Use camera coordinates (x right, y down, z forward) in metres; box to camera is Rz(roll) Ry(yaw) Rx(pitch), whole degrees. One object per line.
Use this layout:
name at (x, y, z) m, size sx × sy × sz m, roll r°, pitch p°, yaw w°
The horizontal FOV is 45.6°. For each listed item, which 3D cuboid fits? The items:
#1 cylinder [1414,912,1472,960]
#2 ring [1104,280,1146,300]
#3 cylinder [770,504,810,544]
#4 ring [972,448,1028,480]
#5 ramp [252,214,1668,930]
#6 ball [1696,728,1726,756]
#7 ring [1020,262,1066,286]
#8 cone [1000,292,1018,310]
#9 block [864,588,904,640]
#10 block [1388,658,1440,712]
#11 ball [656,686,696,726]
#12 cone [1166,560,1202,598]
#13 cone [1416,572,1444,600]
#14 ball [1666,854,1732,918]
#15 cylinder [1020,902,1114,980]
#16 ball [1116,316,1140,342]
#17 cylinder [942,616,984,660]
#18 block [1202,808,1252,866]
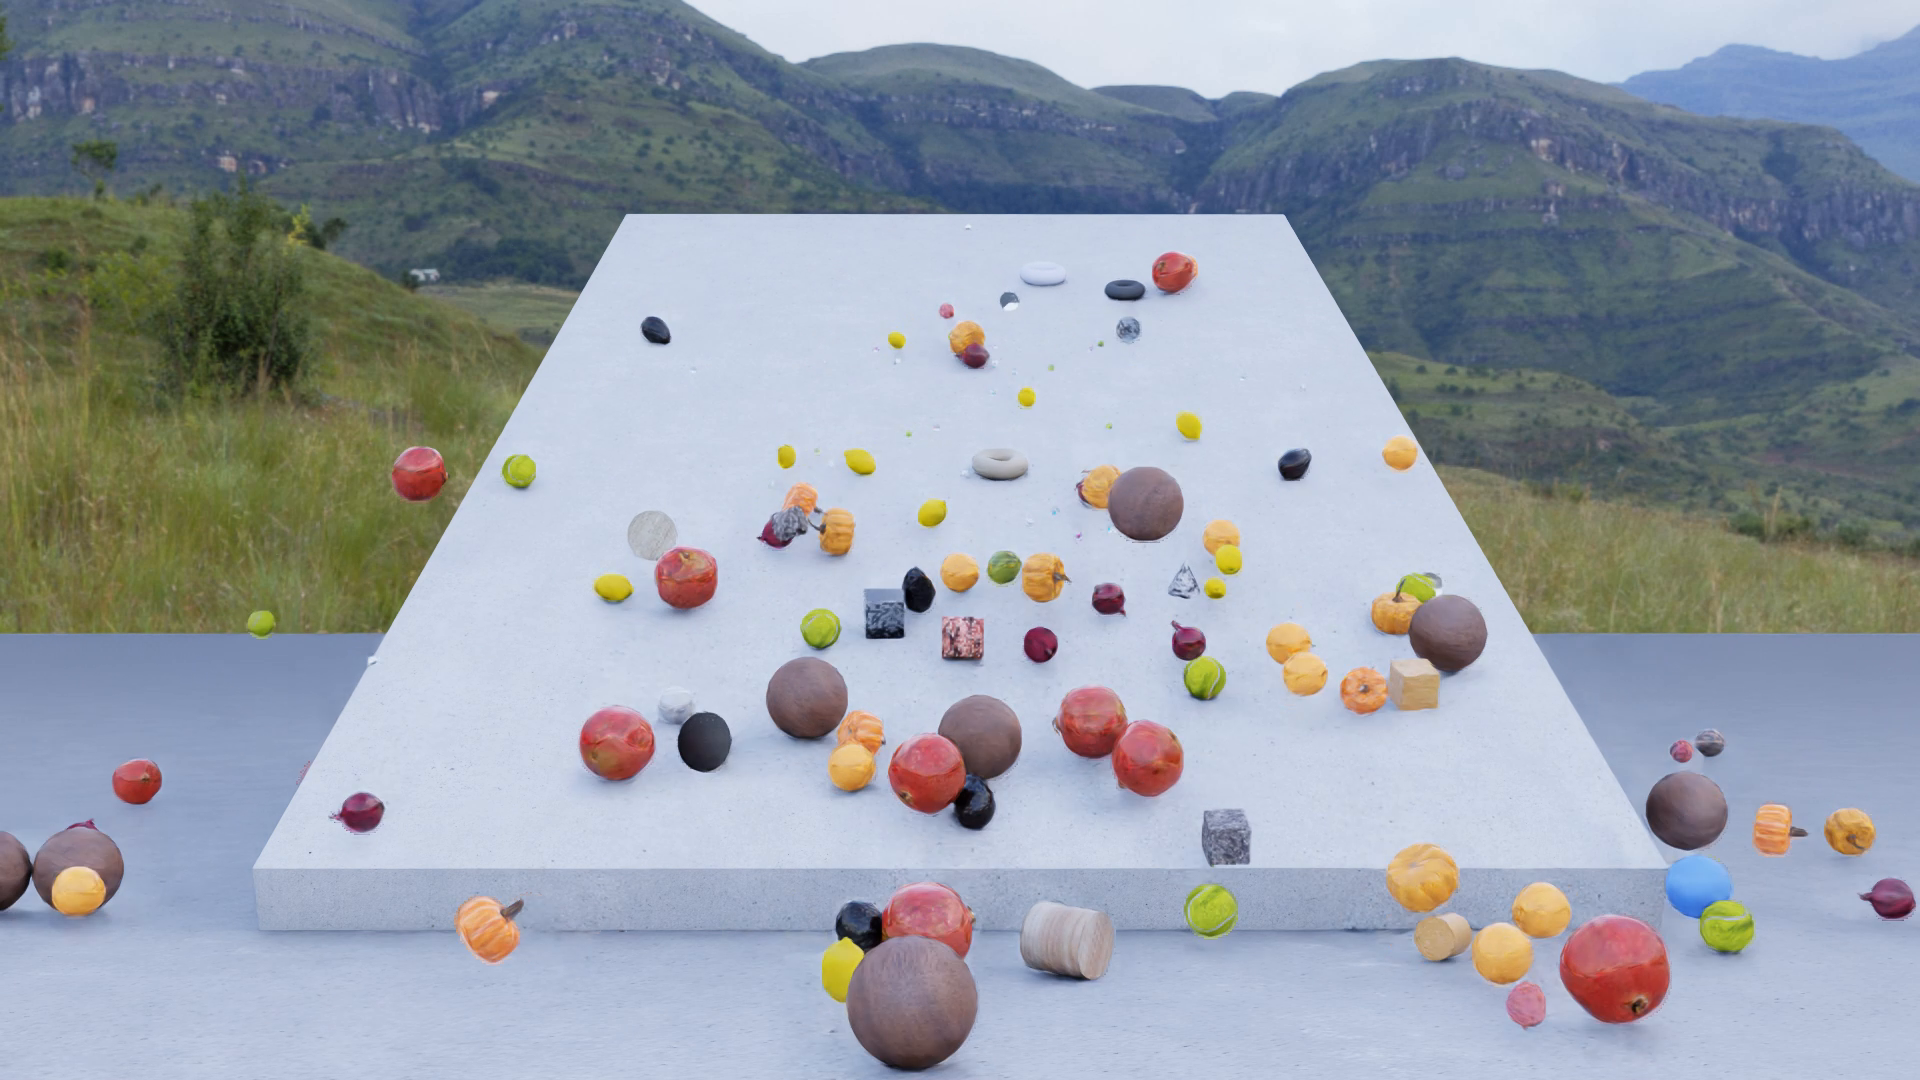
cylinder at (0.627, 0.514, 2.965) m, size 0.055 × 0.055 × 0.055 m, roll -2°, pitch -3°, yaw 37°
ring at (0.438, -0.664, 6.071) m, size 0.108 × 0.036 × 0.108 m, roll -1°, pitch 22°, yaw 0°
cylinder at (-0.316, -0.030, 4.246) m, size 0.054 × 0.054 × 0.054 m, roll -28°, pitch -10°, yaw 14°
ring at (0.083, -0.159, 4.770) m, size 0.120 × 0.040 × 0.120 m, roll 1°, pitch 21°, yaw -1°
ramp at (-0.006, -0.217, 5.109) m, size 2.000 × 0.100 × 4.000 m, roll 0°, pitch 21°, yaw 0°
ball at (2.501, 0.676, 7.621) m, size 0.094 × 0.094 × 0.094 m, roll 0°, pitch -2°, yaw 0°
ring at (0.226, -0.723, 6.212) m, size 0.128 × 0.043 × 0.128 m, roll 1°, pitch 23°, yaw 0°
cone at (0.125, -0.619, 5.971) m, size 0.050 × 0.050 × 0.050 m, roll 0°, pitch -6°, yaw -8°
block at (-0.132, 0.129, 3.994) m, size 0.066 × 0.066 × 0.066 m, roll -2°, pitch 21°, yaw -4°
block at (0.740, 0.236, 3.729) m, size 0.062 × 0.062 × 0.062 m, roll -4°, pitch 22°, yaw -10°
ball at (-0.453, 0.265, 3.649) m, size 0.062 × 0.062 × 0.062 m, roll 0°, pitch -2°, yaw 0°
cone at (0.409, 0.064, 4.167) m, size 0.063 × 0.063 × 0.063 m, roll 0°, pitch 21°, yaw 0°
cone at (0.850, 0.087, 4.167) m, size 0.050 × 0.050 × 0.050 m, roll 0°, pitch -5°, yaw -1°
ball at (1.003, 0.471, 3.106) m, size 0.085 × 0.085 × 0.085 m, roll 0°, pitch -2°, yaw 0°
cylinder at (0.132, 0.495, 2.826) m, size 0.084 × 0.084 × 0.084 m, roll 4°, pitch 1°, yaw 34°
ball at (0.417, -0.523, 5.673) m, size 0.063 × 0.063 × 0.063 m, roll 0°, pitch -2°, yaw 0°
cylinder at (0.004, 0.166, 3.886) m, size 0.070 × 0.070 × 0.070 m, roll 1°, pitch -2°, yaw 2°
block at (0.379, 0.423, 3.254) m, size 0.058 × 0.058 × 0.058 m, roll -1°, pitch 21°, yaw -4°
